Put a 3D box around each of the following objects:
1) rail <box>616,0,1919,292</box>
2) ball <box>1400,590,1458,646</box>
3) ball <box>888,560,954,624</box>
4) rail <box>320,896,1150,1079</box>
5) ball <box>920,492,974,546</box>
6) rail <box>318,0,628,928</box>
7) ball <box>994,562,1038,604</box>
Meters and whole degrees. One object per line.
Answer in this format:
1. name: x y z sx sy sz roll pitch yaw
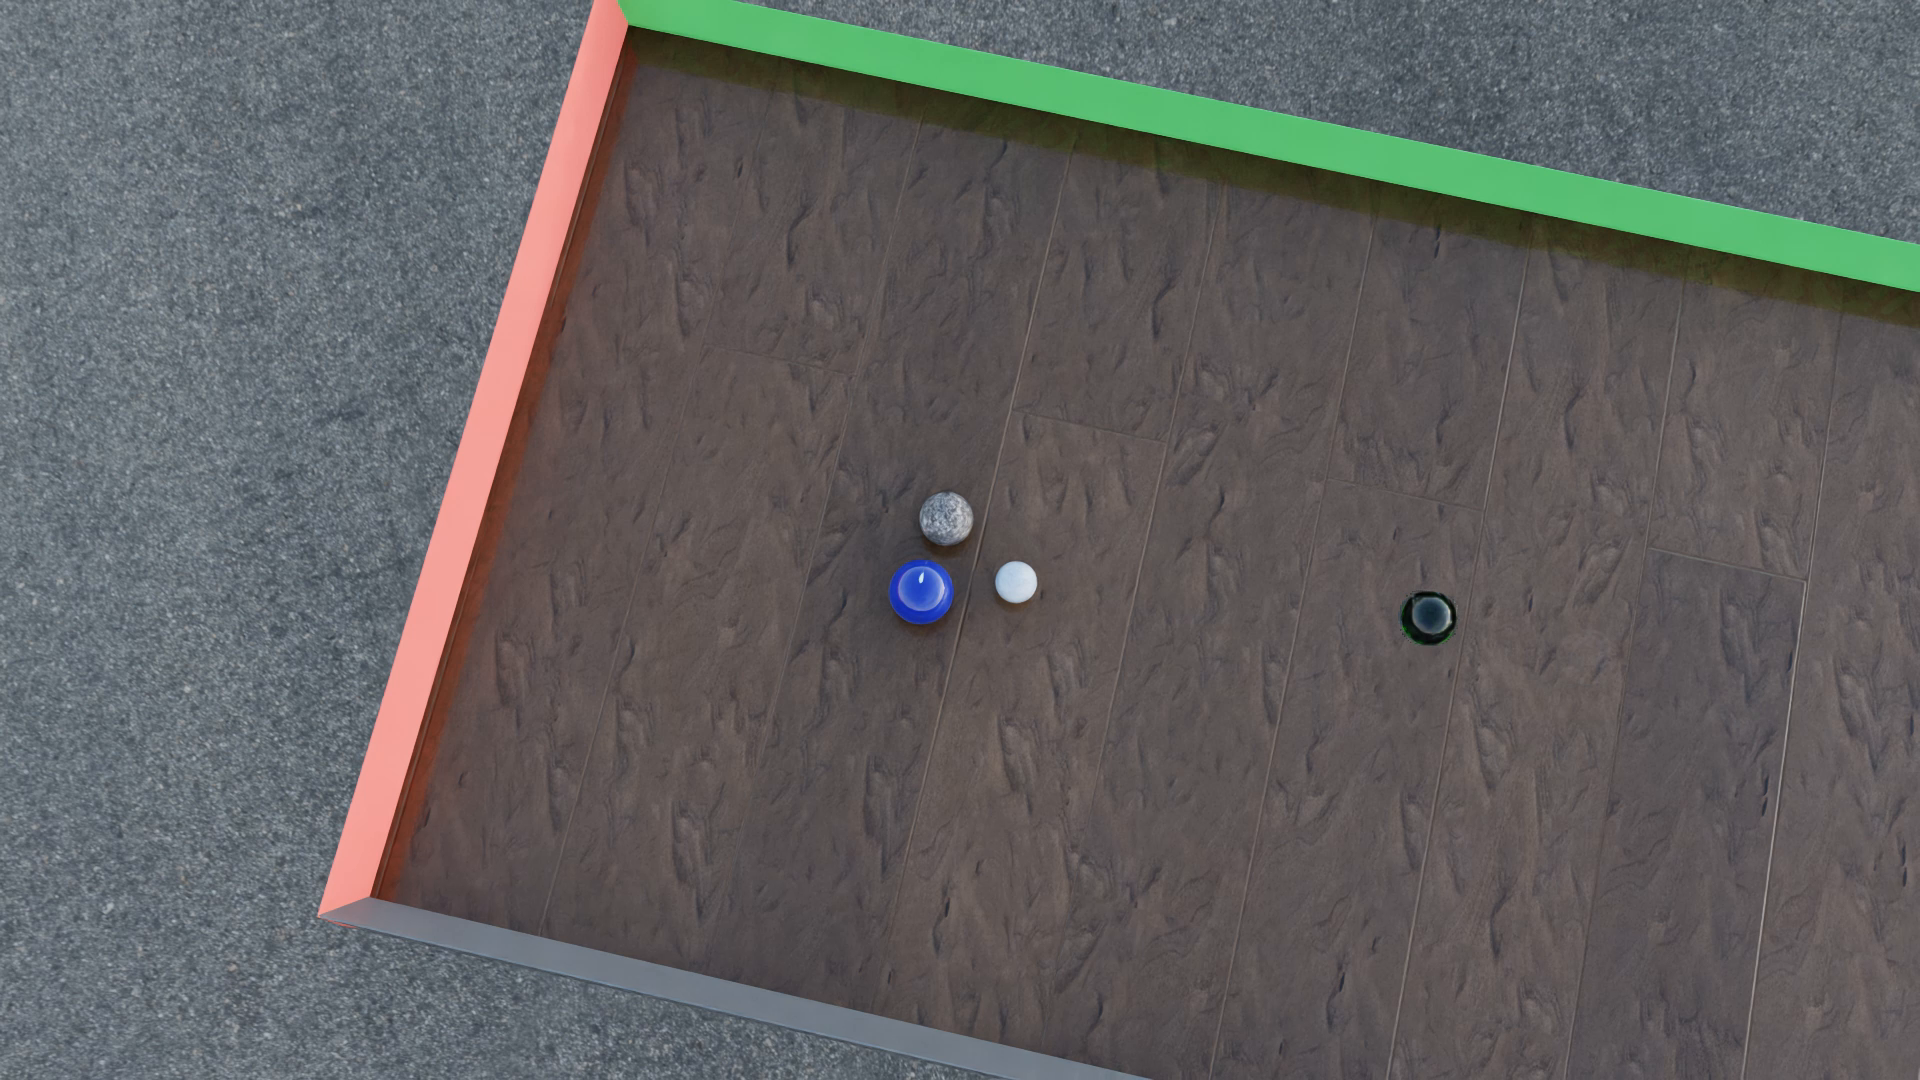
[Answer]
1. rail: 0.905 -0.540 3.473 3.039 0.128 0.045 12 75 3
2. ball: 0.707 0.118 3.315 0.083 0.083 0.083 0 75 0
3. ball: -0.059 0.078 3.318 0.099 0.099 0.099 0 75 0
4. rail: 0.576 0.853 3.088 3.039 0.128 0.045 12 75 3
5. ball: -0.021 -0.032 3.357 0.083 0.083 0.083 0 75 0
6. rail: -0.718 -0.164 3.369 0.045 0.128 1.529 12 75 3
7. ball: 0.085 0.064 3.340 0.064 0.064 0.064 0 75 0
